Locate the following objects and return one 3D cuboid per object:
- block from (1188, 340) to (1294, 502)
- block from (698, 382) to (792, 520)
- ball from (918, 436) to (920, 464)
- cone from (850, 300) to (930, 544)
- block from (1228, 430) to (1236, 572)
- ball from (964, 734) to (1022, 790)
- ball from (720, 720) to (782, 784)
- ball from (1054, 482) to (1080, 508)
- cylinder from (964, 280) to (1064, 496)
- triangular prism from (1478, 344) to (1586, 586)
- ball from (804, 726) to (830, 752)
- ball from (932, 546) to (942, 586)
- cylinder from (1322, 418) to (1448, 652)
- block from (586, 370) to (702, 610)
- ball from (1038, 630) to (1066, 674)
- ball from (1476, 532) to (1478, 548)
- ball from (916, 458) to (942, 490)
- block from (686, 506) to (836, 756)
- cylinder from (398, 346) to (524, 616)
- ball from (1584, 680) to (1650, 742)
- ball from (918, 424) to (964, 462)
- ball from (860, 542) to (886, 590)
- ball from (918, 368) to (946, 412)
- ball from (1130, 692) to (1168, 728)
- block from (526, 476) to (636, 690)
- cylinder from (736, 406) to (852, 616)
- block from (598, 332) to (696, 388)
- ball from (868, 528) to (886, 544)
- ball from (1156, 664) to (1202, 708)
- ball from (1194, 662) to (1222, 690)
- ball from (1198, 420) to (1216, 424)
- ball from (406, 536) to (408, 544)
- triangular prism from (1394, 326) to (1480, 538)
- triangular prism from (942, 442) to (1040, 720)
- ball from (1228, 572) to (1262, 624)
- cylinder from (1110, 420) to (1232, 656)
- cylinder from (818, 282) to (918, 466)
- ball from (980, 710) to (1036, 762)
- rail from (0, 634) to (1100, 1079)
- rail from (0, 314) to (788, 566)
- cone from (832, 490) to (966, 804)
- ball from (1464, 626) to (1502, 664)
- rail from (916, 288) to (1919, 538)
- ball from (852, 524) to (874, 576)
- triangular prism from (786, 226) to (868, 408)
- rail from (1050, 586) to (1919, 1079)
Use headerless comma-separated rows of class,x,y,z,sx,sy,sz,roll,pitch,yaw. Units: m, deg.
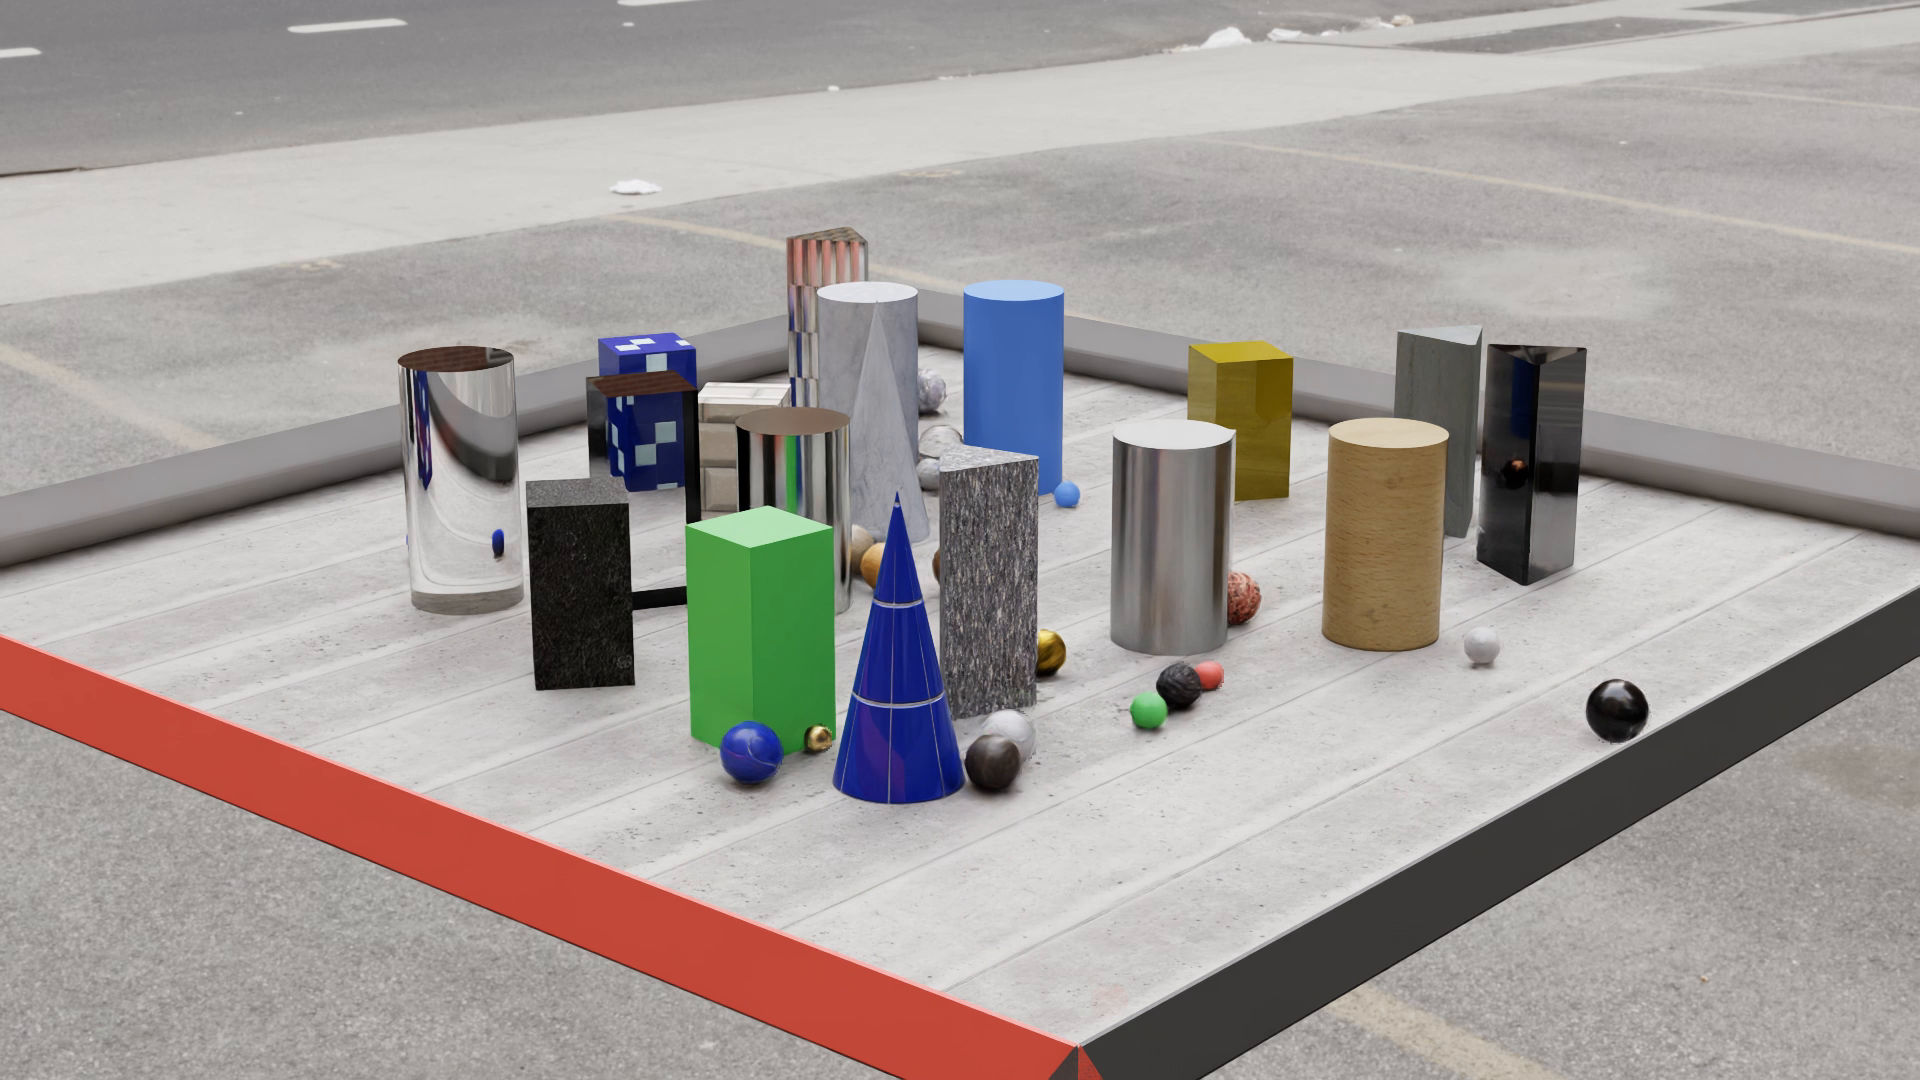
block,0.546,-0.233,5.739,0.157,0.279,0.157,-5,17,-15
block,-0.399,-0.135,5.412,0.157,0.280,0.157,2,17,5
ball,-0.086,-0.180,5.946,0.058,0.058,0.058,0,17,0
cone,-0.152,-0.228,5.432,0.196,0.448,0.196,0,17,0
block,0.394,-0.053,5.171,0.157,0.262,0.157,4,17,14
ball,0.048,0.321,4.243,0.082,0.082,0.082,0,17,0
ball,-0.305,0.309,4.270,0.090,0.090,0.090,0,17,0
ball,0.207,-0.088,5.656,0.050,0.050,0.050,0,17,0
cylinder,0.105,-0.299,5.762,0.196,0.392,0.196,0,17,0
triangular prism,0.997,-0.143,5.230,0.147,0.401,0.170,14,22,38
ball,-0.214,0.298,4.393,0.040,0.040,0.040,0,17,0
ball,-0.002,0.046,5.135,0.093,0.093,0.093,0,17,0
cylinder,0.706,-0.010,4.879,0.196,0.349,0.196,0,17,0
block,-0.546,-0.086,5.079,0.157,0.380,0.157,-6,18,-20
ball,0.135,0.180,4.726,0.073,0.073,0.073,0,17,0
ball,0.969,0.000,5.352,0.057,0.057,0.057,0,17,0
ball,-0.058,-0.129,5.771,0.063,0.063,0.063,0,17,0
block,-0.298,0.140,4.405,0.157,0.335,0.157,-14,22,-40
cylinder,-0.858,-0.104,5.053,0.196,0.427,0.196,0,17,0
ball,0.993,0.258,4.429,0.096,0.096,0.096,0,17,0
ball,-0.038,-0.182,5.885,0.098,0.098,0.098,0,17,0
ball,-0.131,0.047,5.144,0.087,0.087,0.087,0,17,0
ball,-0.076,-0.324,6.357,0.096,0.096,0.096,0,17,0
ball,0.289,0.260,4.488,0.057,0.057,0.057,0,17,0
block,-0.609,0.068,4.699,0.157,0.303,0.157,-3,17,-9
cylinder,-0.285,-0.046,5.037,0.196,0.327,0.196,0,17,0
block,-0.623,-0.264,5.867,0.157,0.264,0.157,-7,18,-21
ball,-0.157,0.003,5.360,0.046,0.046,0.046,0,17,0
ball,0.342,0.228,4.574,0.070,0.070,0.070,0,17,0
ball,0.393,0.215,4.657,0.045,0.045,0.045,0,17,0
ball,0.496,-0.202,5.968,0.088,0.088,0.088,0,17,0
ball,-0.987,0.000,5.362,0.050,0.050,0.050,0,17,0
triangular prism,0.927,-0.212,5.514,0.170,0.369,0.147,16,23,42
triangular prism,0.012,0.058,4.564,0.170,0.400,0.147,-9,19,-27
ball,0.467,0.098,4.975,0.088,0.088,0.088,0,17,0
cylinder,0.349,-0.006,4.860,0.196,0.352,0.196,0,17,0
cylinder,-0.180,-0.297,5.764,0.196,0.388,0.196,0,17,0
ball,0.070,0.293,4.335,0.084,0.084,0.084,0,17,0
rail,-0.921,0.338,4.104,2.822,0.127,0.045,14,22,39
rail,-1.048,-0.231,5.991,0.045,0.127,2.858,14,22,39
cone,-0.089,0.140,4.223,0.196,0.441,0.196,0,17,0
ball,0.851,0.171,4.777,0.061,0.061,0.061,0,17,0
rail,0.921,-0.274,6.136,2.822,0.127,0.045,14,22,39
ball,-0.197,0.018,5.229,0.093,0.093,0.093,0,17,0
triangular prism,-0.249,-0.407,6.020,0.170,0.451,0.147,5,17,15
rail,1.048,0.294,4.249,0.045,0.127,2.858,14,22,39
